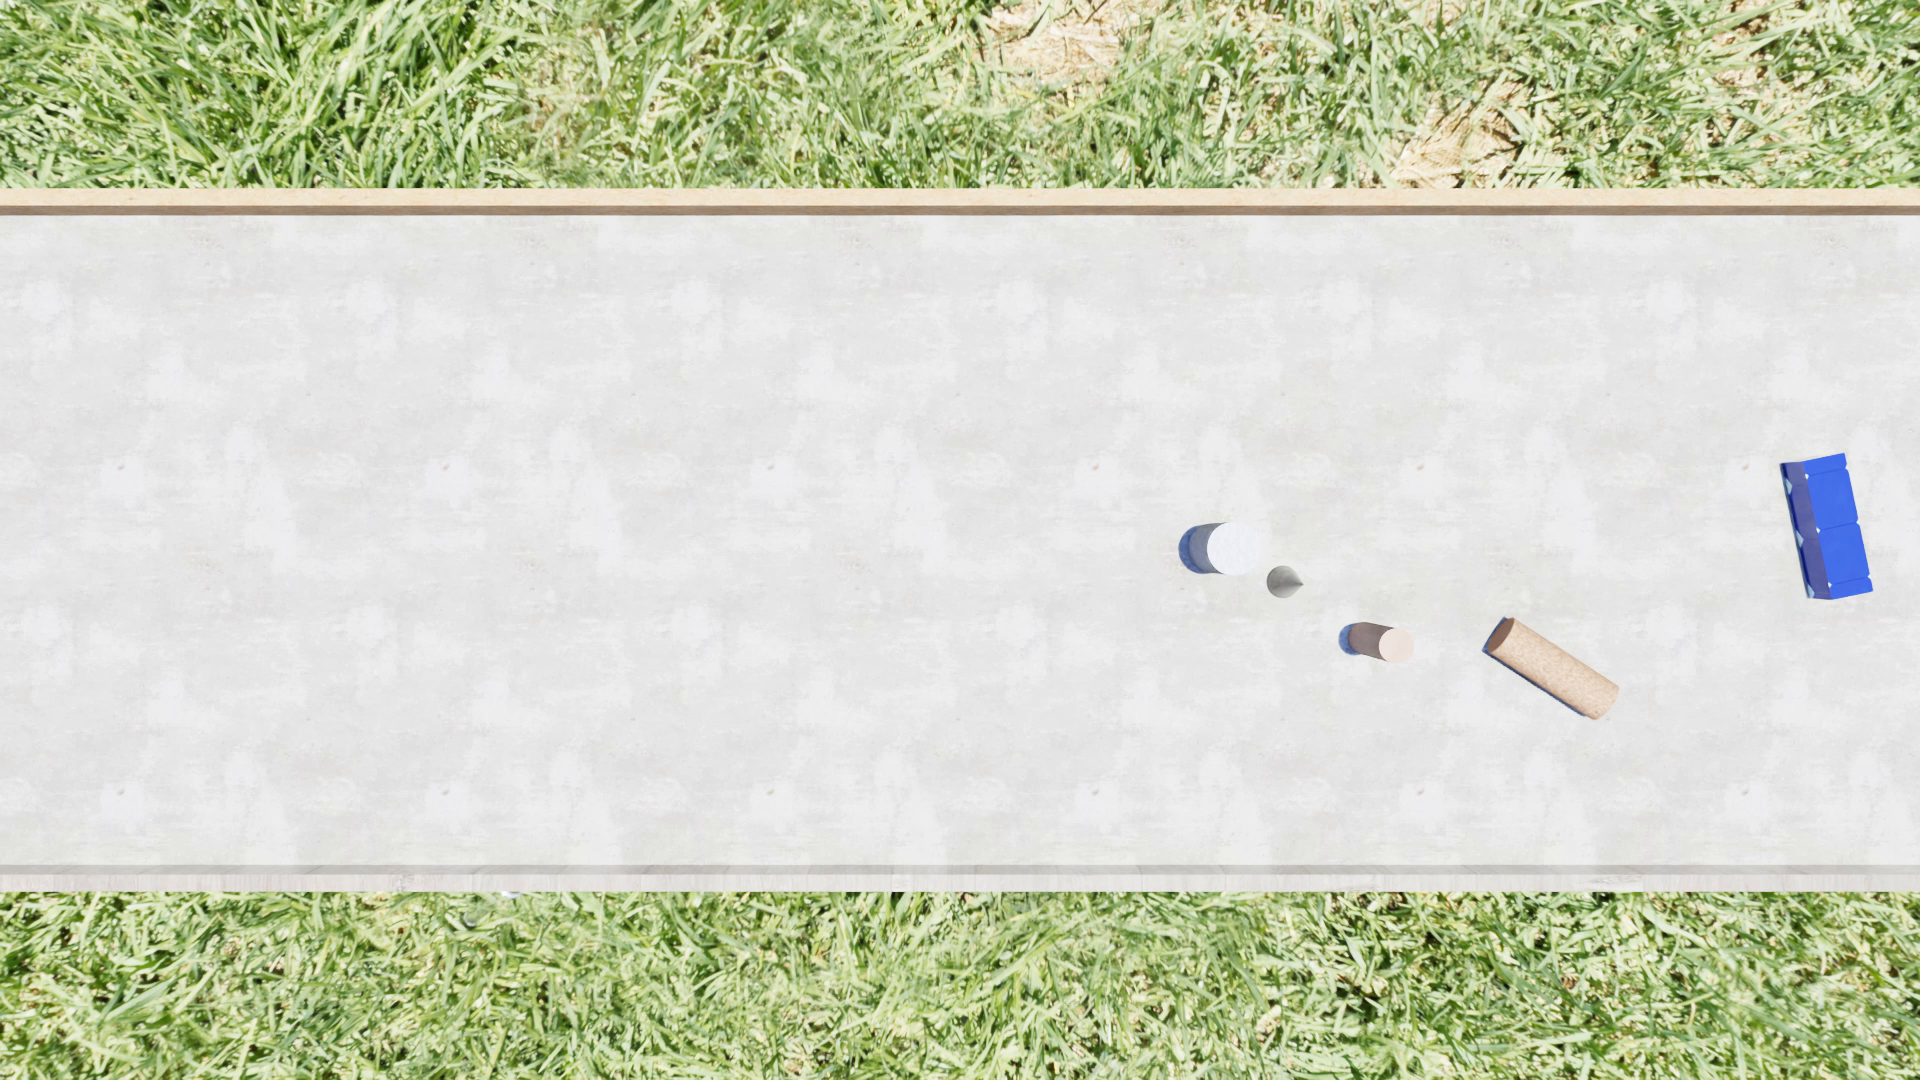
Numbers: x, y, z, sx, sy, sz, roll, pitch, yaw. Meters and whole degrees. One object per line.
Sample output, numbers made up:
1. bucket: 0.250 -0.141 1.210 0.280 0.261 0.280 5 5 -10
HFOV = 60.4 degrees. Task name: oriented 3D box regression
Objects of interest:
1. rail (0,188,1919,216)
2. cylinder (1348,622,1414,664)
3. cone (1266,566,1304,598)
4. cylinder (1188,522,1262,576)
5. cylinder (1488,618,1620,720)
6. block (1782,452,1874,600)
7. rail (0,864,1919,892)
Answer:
1. rail: -2.247 -1.025 5.002 12.000 0.150 0.050 0 90 0
2. cylinder: 1.243 0.302 4.886 0.100 0.381 0.100 0 90 0
3. cone: 0.993 0.129 4.917 0.101 0.318 0.101 0 90 0
4. cylinder: 0.779 0.025 4.880 0.154 0.393 0.154 0 90 0
5. cylinder: 1.802 0.391 5.012 0.377 0.128 0.128 33 90 0
6. block: 2.636 -0.041 5.013 0.128 0.128 0.426 -12 90 0
7. rail: -2.247 1.025 5.001 12.000 0.150 0.050 0 90 0
